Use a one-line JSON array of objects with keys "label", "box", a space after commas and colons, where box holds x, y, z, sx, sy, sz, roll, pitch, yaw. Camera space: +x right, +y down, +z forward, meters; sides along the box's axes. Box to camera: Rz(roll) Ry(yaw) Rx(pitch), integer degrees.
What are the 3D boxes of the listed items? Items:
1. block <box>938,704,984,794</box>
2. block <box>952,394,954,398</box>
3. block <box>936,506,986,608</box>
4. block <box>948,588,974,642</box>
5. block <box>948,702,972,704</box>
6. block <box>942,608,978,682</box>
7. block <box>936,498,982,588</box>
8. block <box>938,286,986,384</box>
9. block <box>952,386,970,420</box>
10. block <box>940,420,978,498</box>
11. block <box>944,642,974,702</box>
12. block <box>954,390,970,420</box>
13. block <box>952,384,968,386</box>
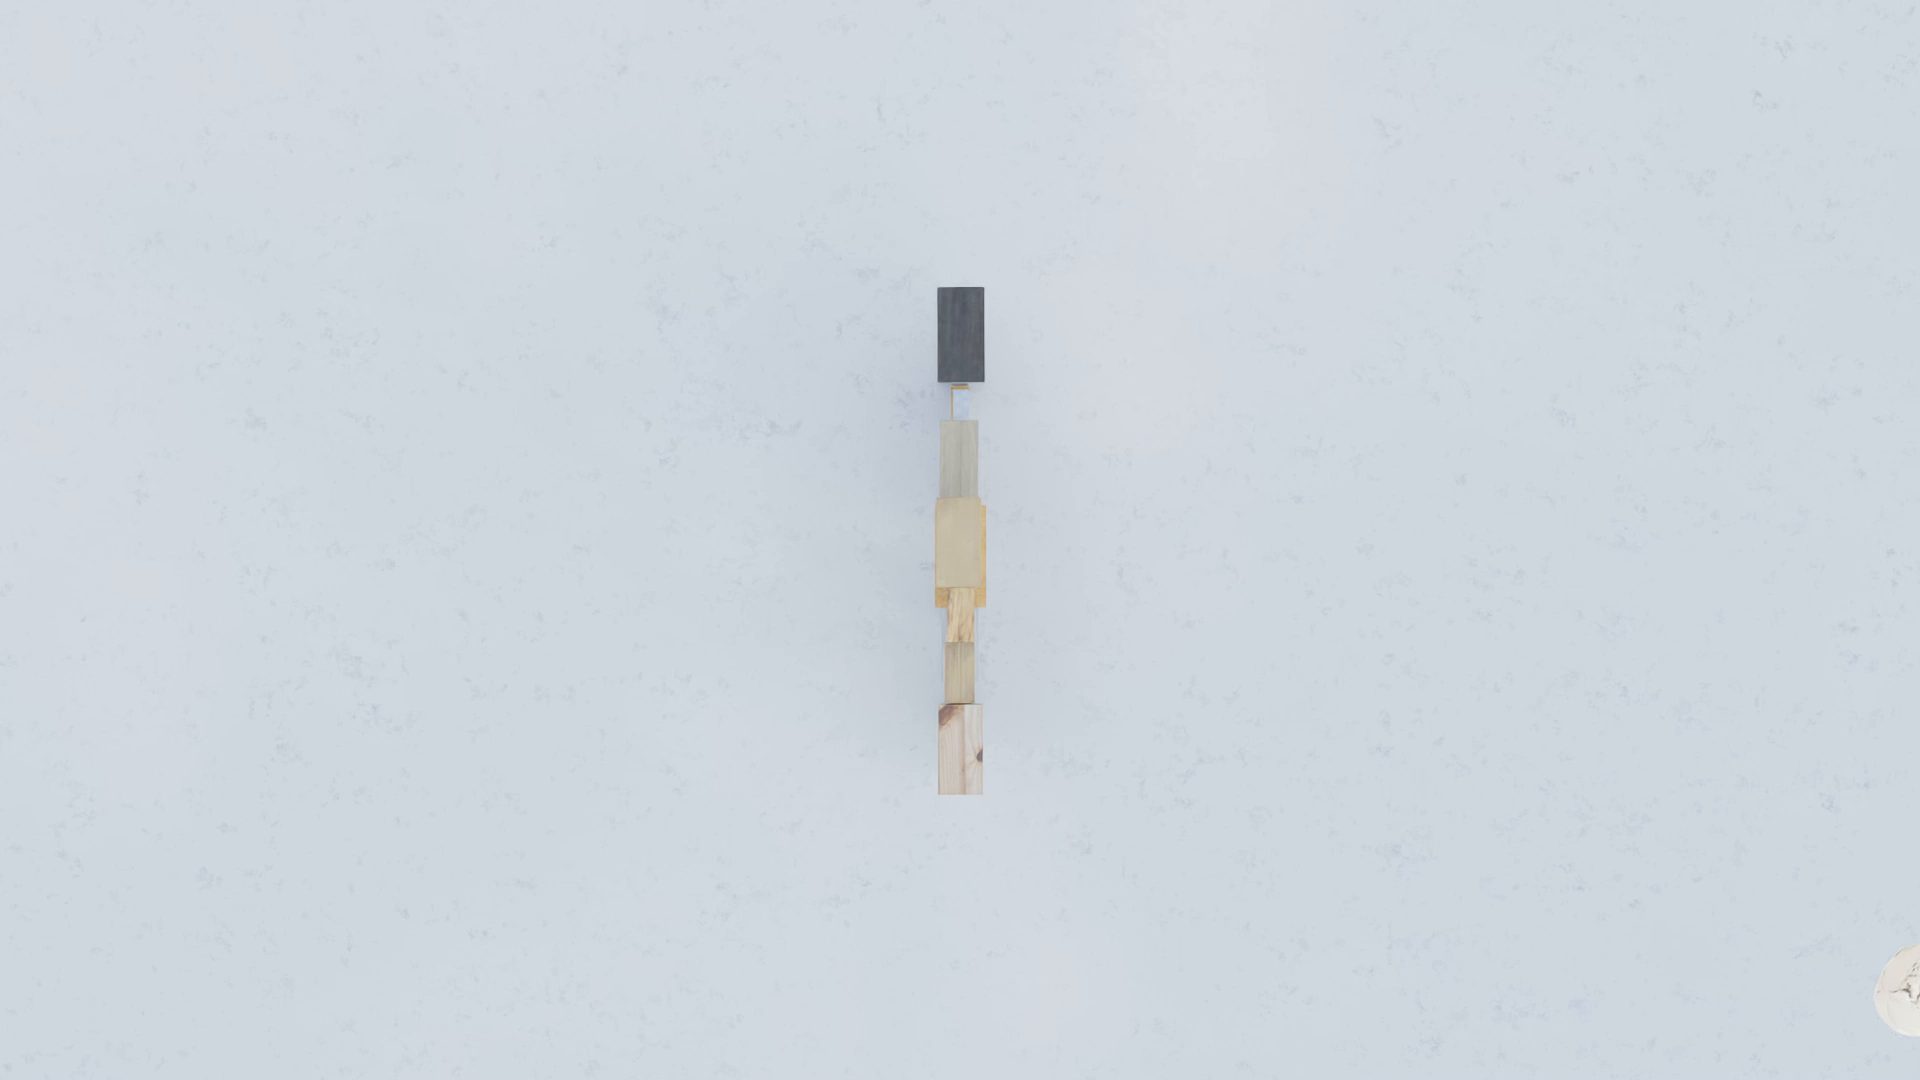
[{"label": "block", "box": [0.002, 0.637, 5.027, 0.137, 0.039, 0.274, 0, 90, 0]}, {"label": "block", "box": [0.004, -0.461, 5.311, 0.054, 0.107, 0.015, 0, 90, 0]}, {"label": "block", "box": [0.002, 0.051, 5.159, 0.159, 0.045, 0.319, 0, 90, 0]}, {"label": "block", "box": [0.003, 0.225, 4.961, 0.082, 0.023, 0.164, 0, 90, 0]}, {"label": "block", "box": [0.000, 0.535, 5.331, 0.079, 0.022, 0.158, 0, 90, 0]}, {"label": "block", "box": [0.000, 0.333, 5.247, 0.118, 0.033, 0.236, 0, 90, 0]}, {"label": "block", "box": [-0.003, 0.007, 4.855, 0.131, 0.037, 0.263, 0, 90, 0]}, {"label": "block", "box": [0.004, -0.629, 5.064, 0.145, 0.041, 0.291, 0, 90, 0]}, {"label": "block", "box": [0.001, -0.440, 5.373, 0.059, 0.017, 0.119, 0, 90, 0]}, {"label": "block", "box": [-0.003, -0.249, 5.063, 0.118, 0.034, 0.237, 1, 90, 0]}, {"label": "block", "box": [-0.001, 0.404, 5.034, 0.092, 0.026, 0.184, 0, 90, 0]}, {"label": "block", "box": [0.005, -0.425, 5.250, 0.054, 0.015, 0.107, 0, 90, 0]}, {"label": "block", "box": [-0.001, -0.559, 5.383, 0.054, 0.015, 0.109, 0, 90, 0]}]
